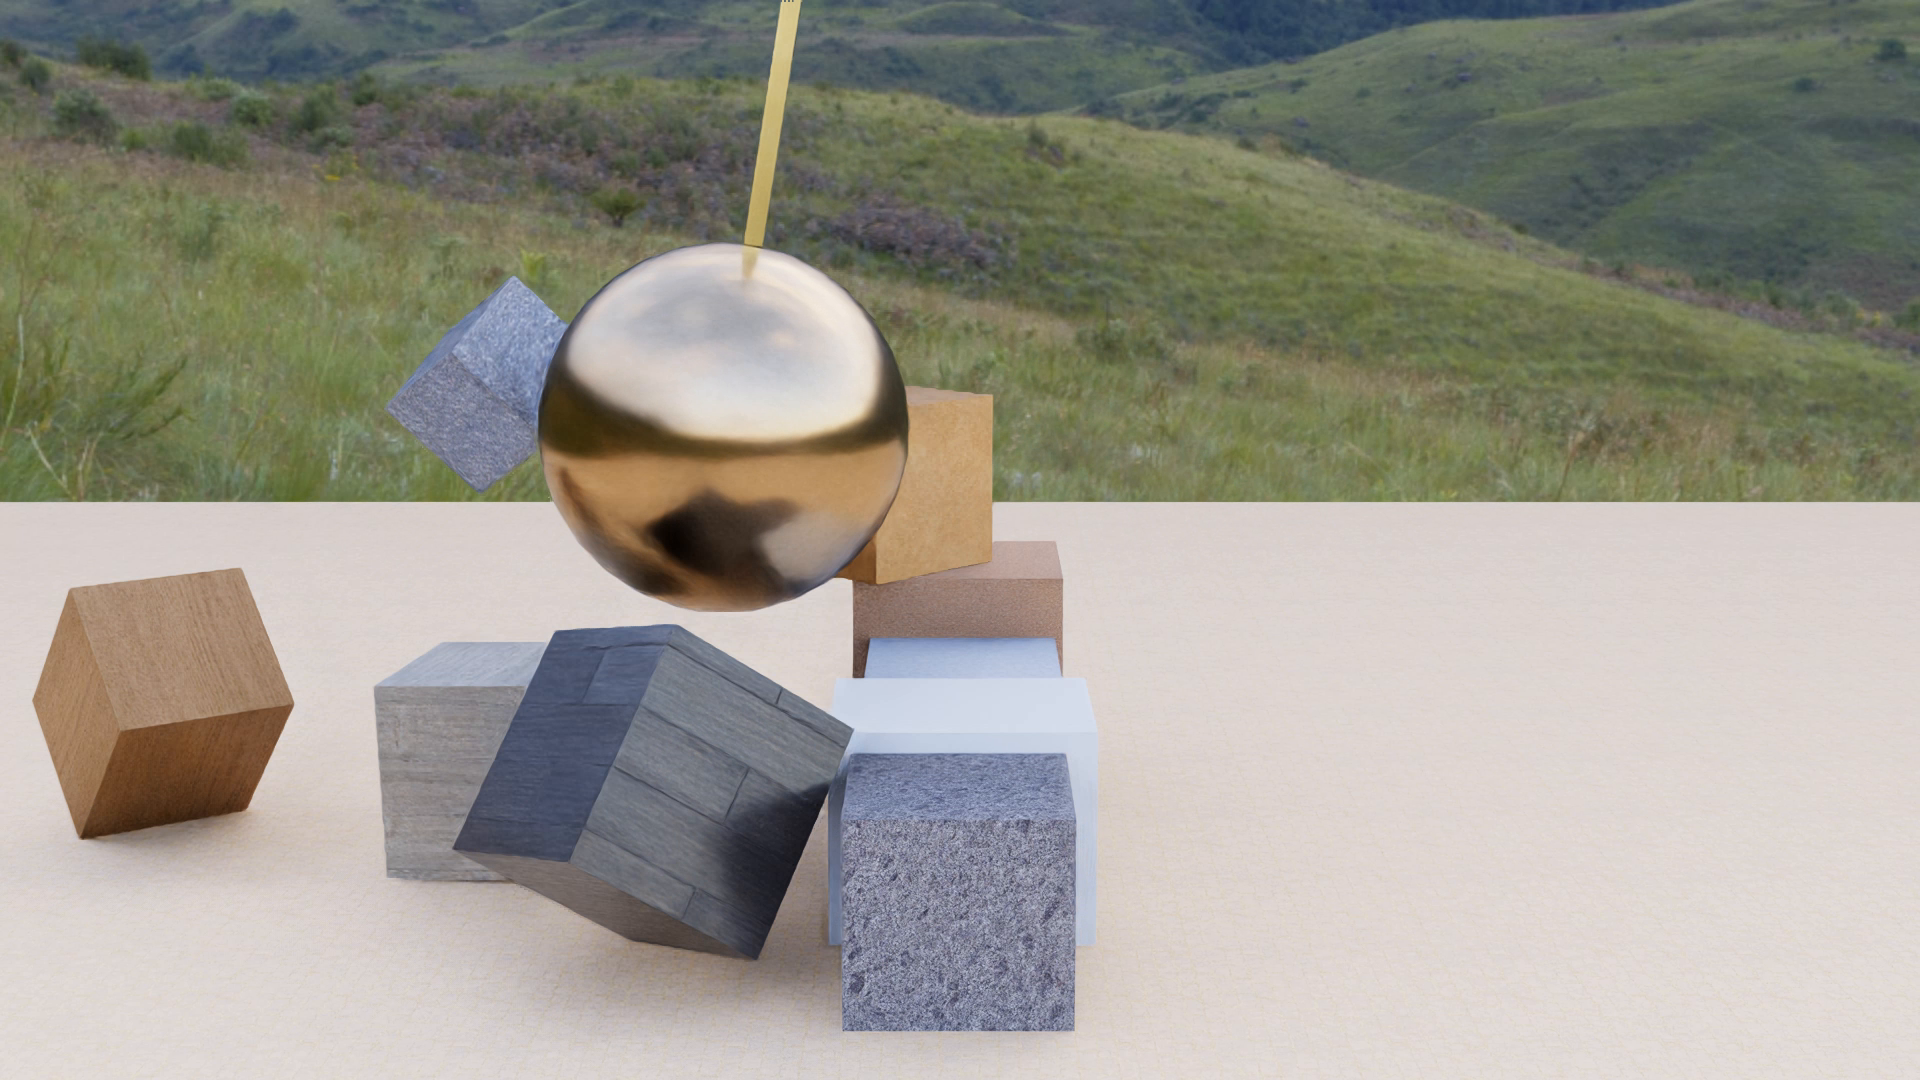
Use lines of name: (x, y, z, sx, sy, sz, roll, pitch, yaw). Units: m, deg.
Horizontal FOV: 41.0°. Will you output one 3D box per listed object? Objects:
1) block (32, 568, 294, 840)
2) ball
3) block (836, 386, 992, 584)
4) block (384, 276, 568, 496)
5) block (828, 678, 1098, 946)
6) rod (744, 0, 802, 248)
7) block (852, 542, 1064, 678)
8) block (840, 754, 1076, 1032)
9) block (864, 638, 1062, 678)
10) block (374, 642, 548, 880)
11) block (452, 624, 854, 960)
block: (-3.737, 0.761, 12.002, 0.808, 0.925, 0.783, -8, 58, -37)
ball: (-1.017, -0.483, 11.092, 1.600, 1.600, 1.600, 0, 10, 0)
block: (-0.418, -0.297, 12.530, 0.833, 0.822, 0.801, 10, 14, 43)
block: (-2.118, -0.706, 11.738, 0.607, 0.587, 0.593, -31, 22, 43)
block: (0.007, 1.130, 10.846, 1.088, 0.896, 0.937, 0, 10, -1)
rod: (-0.441, -3.780, 10.493, 0.080, 5.200, 0.080, 10, 10, -2)
block: (-0.010, 0.655, 12.778, 1.002, 1.140, 0.994, 0, 10, 0)
block: (-0.005, 1.341, 9.918, 0.863, 0.813, 0.940, 0, 10, 0)
block: (0.013, 0.975, 11.811, 0.879, 0.855, 1.002, 0, 10, 0)
block: (-2.081, 0.986, 11.640, 0.809, 0.871, 0.902, 0, 10, 8)
block: (-1.205, 0.978, 10.054, 0.888, 0.973, 1.010, 33, -21, -29)
